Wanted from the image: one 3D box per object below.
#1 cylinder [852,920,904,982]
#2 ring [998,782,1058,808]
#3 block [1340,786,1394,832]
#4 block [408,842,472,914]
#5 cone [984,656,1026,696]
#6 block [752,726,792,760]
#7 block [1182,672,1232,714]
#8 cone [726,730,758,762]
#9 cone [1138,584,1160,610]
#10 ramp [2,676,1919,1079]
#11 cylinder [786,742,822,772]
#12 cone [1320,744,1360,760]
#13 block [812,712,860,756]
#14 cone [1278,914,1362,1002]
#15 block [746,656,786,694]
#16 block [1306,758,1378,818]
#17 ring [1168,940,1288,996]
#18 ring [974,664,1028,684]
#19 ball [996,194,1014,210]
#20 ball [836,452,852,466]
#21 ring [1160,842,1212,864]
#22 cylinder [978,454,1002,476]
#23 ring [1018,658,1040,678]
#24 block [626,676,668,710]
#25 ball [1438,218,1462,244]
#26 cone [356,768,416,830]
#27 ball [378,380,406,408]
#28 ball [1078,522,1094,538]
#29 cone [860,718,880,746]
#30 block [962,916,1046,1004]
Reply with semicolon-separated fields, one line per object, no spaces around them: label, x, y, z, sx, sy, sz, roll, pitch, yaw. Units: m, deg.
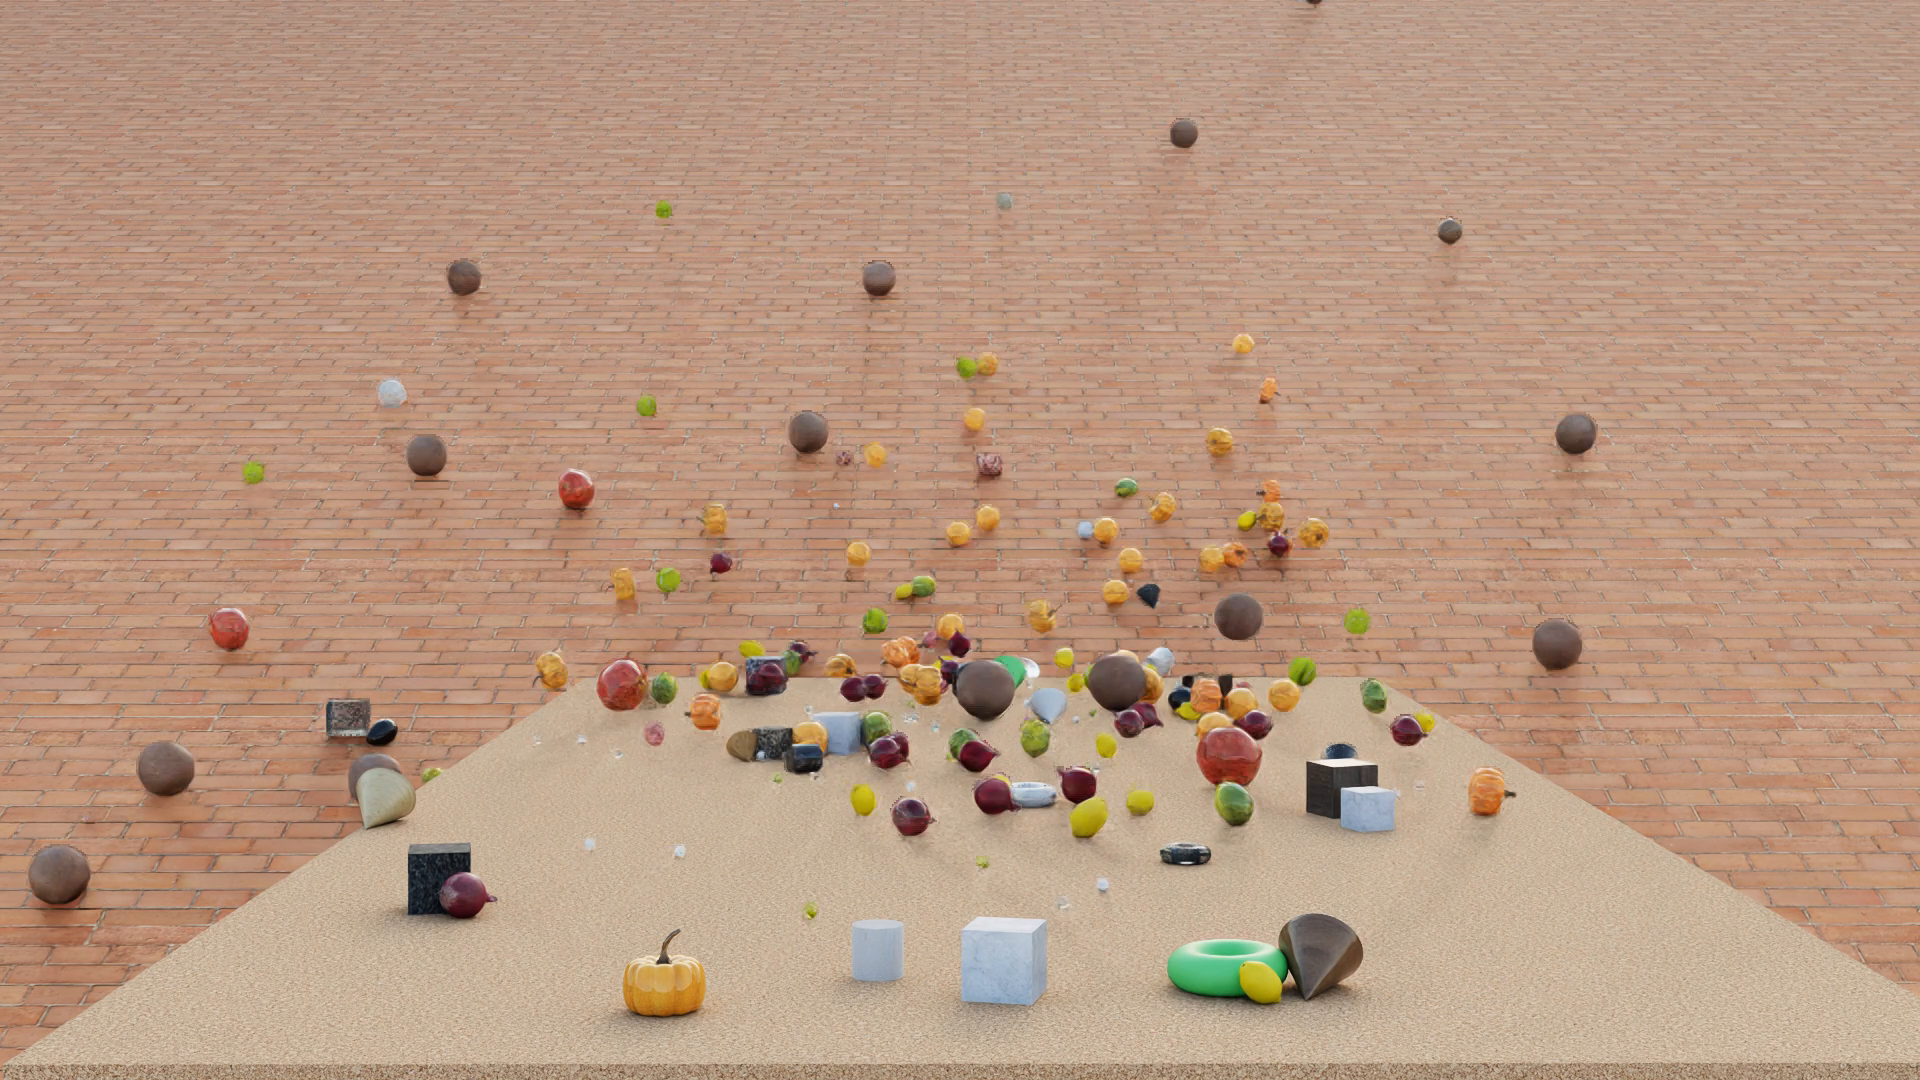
cylinder;-0.094;0.470;2.948;0.060;0.060;0.060;0;2;0
ring;0.113;0.426;4.301;0.100;0.033;0.100;-1;3;0
block;0.641;0.422;4.046;0.060;0.060;0.060;-1;3;-22
block;-0.680;0.442;3.367;0.079;0.079;0.079;0;2;-10
cone;0.112;0.344;6.117;0.099;0.099;0.099;-2;29;-5
block;-0.360;0.388;4.938;0.055;0.055;0.055;1;3;32
block;0.550;0.341;5.729;0.082;0.082;0.082;2;3;37
cone;-0.405;0.404;4.880;0.062;0.062;0.062;-7;31;-16
cone;0.531;0.168;7.158;0.065;0.065;0.065;-4;50;-10
ramp;0.053;0.482;4.539;2.000;0.100;4.000;0;2;0
cylinder;-0.286;0.398;4.706;0.053;0.053;0.053;-1;21;-25
cone;0.675;0.414;4.587;0.072;0.072;0.072;4;31;9
block;-0.242;0.376;5.005;0.075;0.075;0.075;1;2;14
cone;0.391;0.482;2.851;0.096;0.096;0.096;7;31;16
block;-0.465;0.323;6.163;0.083;0.083;0.083;0;2;5
block;0.622;0.405;4.195;0.084;0.084;0.084;-1;3;-23
ring;0.300;0.480;2.886;0.136;0.045;0.136;-1;3;0
ring;0.103;0.333;6.393;0.134;0.045;0.134;-1;3;0
ball;0.188;-1.422;10.827;0.072;0.072;0.072;0;23;0
ball;-0.366;-0.256;8.124;0.050;0.050;0.050;0;23;0
ring;0.327;0.454;3.727;0.075;0.025;0.075;1;2;0
cylinder;0.092;-0.236;8.049;0.071;0.071;0.071;-1;23;-3
ring;0.152;0.343;6.738;0.115;0.038;0.115;-1;24;0
block;-0.709;0.346;5.817;0.067;0.067;0.067;2;3;45
ball;1.975;-1.245;10.376;0.100;0.100;0.100;0;23;0
cone;-0.925;0.430;4.076;0.099;0.099;0.099;3;29;8
ball;-1.901;-0.488;8.611;0.094;0.094;0.094;0;23;0
ball;0.371;-0.029;7.591;0.052;0.052;0.052;0;23;0
cone;-0.186;0.395;5.114;0.059;0.059;0.059;-2;29;-6
block;0.049;0.464;2.845;0.079;0.079;0.079;1;2;14
